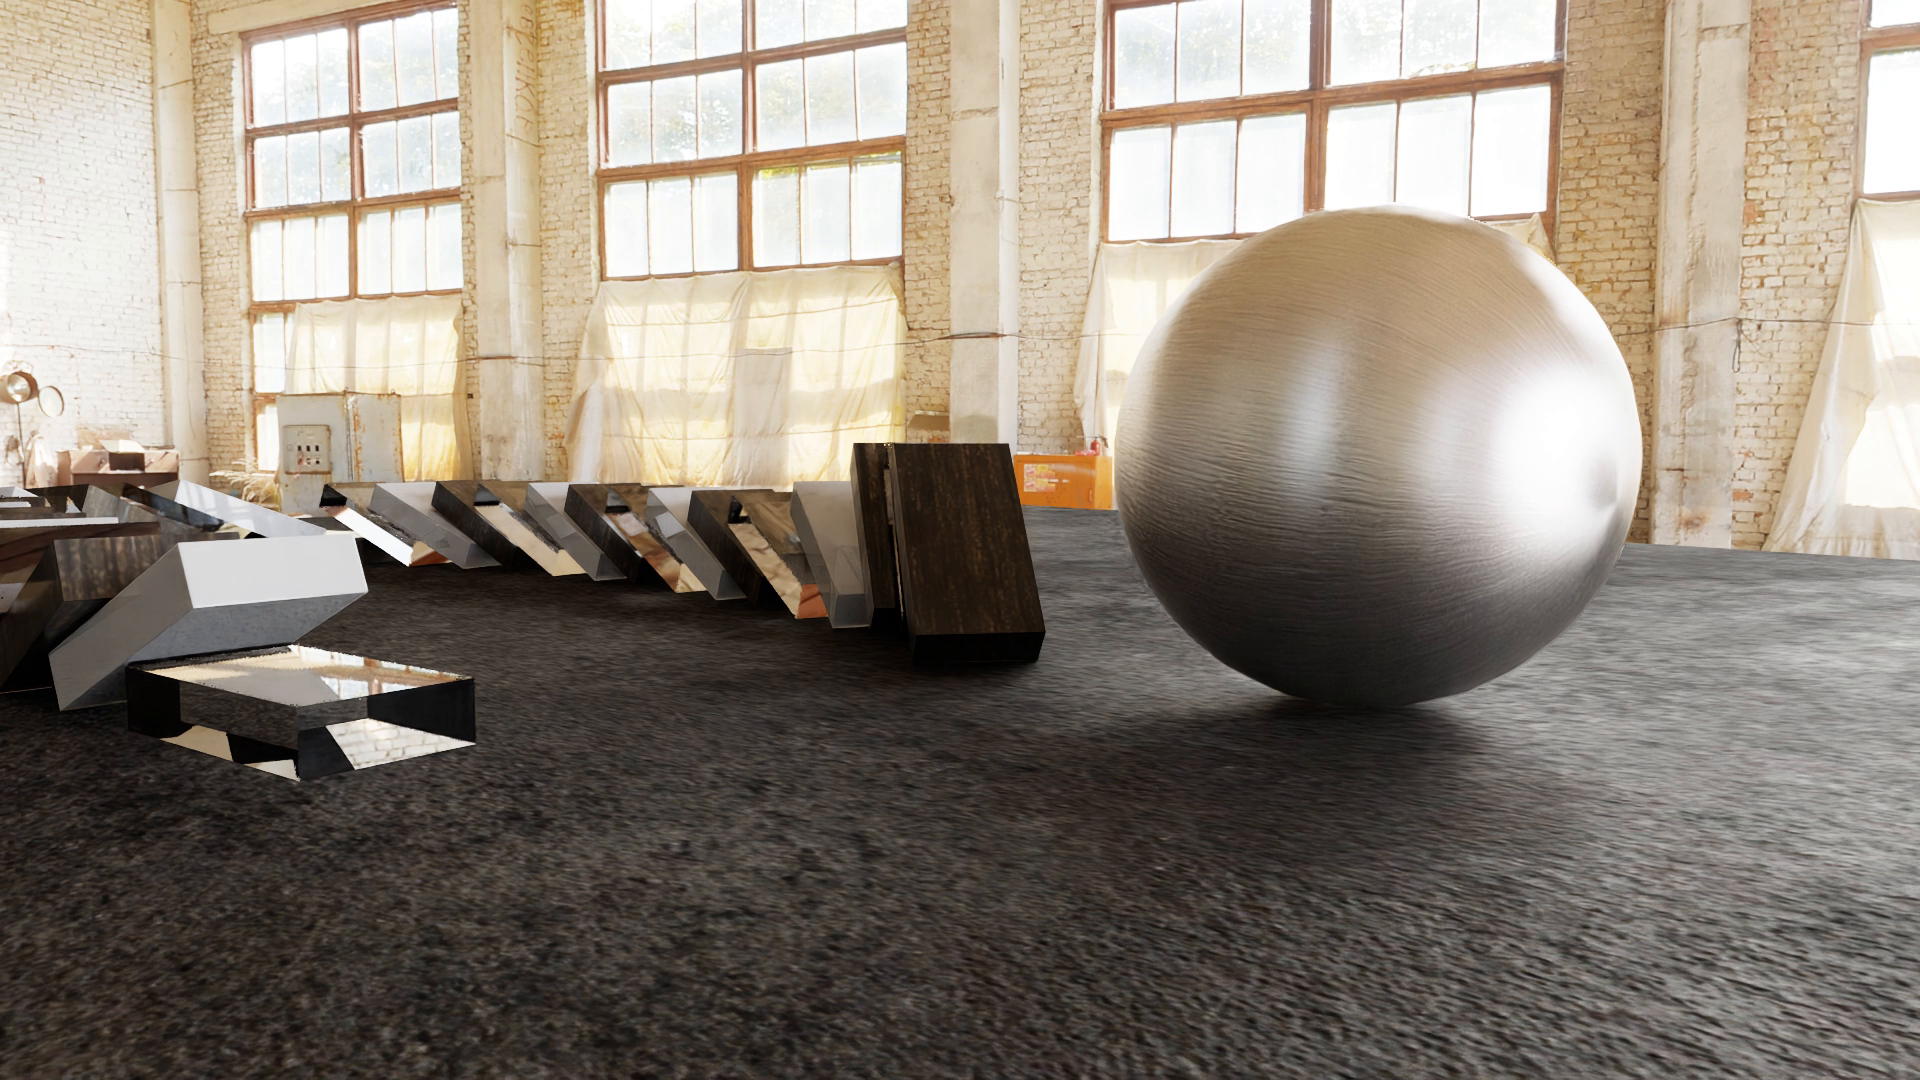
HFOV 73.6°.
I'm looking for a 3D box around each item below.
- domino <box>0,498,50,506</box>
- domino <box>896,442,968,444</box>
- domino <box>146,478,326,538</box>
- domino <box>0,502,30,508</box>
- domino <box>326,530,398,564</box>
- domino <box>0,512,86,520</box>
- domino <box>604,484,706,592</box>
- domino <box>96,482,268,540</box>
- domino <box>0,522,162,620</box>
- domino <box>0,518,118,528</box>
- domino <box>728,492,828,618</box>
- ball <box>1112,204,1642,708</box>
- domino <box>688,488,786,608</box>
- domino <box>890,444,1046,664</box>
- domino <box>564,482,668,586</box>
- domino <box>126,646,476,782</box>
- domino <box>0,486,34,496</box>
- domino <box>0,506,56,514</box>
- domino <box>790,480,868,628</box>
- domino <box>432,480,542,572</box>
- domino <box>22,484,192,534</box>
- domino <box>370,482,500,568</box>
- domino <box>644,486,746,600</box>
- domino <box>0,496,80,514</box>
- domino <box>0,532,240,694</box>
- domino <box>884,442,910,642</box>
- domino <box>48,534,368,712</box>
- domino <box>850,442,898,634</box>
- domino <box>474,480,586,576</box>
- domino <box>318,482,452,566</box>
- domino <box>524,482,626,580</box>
[{"bbox_3d":[-0.235,0.004,0.318,0.025,0.009,0.050,-3,-19,-23],"label":"domino"},{"bbox_3d":[0.000,0.000,0.276,0.025,0.050,0.010,0,-40,-10],"label":"domino"},{"bbox_3d":[-0.245,-0.006,0.432,0.025,0.009,0.050,-9,-23,32],"label":"domino"},{"bbox_3d":[-0.225,0.005,0.297,0.025,0.009,0.050,-3,-19,-25],"label":"domino"},{"bbox_3d":[-0.232,0.002,0.473,0.050,0.009,0.025,2,5,22],"label":"domino"},{"bbox_3d":[-0.194,0.008,0.261,0.025,0.009,0.050,-3,-19,-38],"label":"domino"},{"bbox_3d":[-0.085,-0.001,0.390,0.025,0.009,0.050,-4,30,-40],"label":"domino"},{"bbox_3d":[-0.252,-0.004,0.410,0.025,0.009,0.050,-5,-21,24],"label":"domino"},{"bbox_3d":[-0.160,0.011,0.227,0.025,0.009,0.050,-4,-18,-43],"label":"domino"},{"bbox_3d":[-0.177,0.010,0.243,0.025,0.010,0.050,-4,-18,-40],"label":"domino"},{"bbox_3d":[-0.040,0.003,0.336,0.025,0.010,0.050,-3,29,-31],"label":"domino"},{"bbox_3d":[0.065,-0.013,0.207,0.080,0.080,0.080,0,4,0],"label":"ball"},{"bbox_3d":[-0.054,0.001,0.354,0.025,0.009,0.050,-3,30,-34],"label":"domino"},{"bbox_3d":[0.001,0.002,0.263,0.025,0.050,0.010,-1,-40,-10],"label":"domino"},{"bbox_3d":[-0.102,-0.003,0.406,0.025,0.009,0.050,-4,31,-43],"label":"domino"},{"bbox_3d":[-0.096,0.024,0.186,0.050,0.010,0.025,3,5,36],"label":"domino"},{"bbox_3d":[-0.258,0.000,0.363,0.025,0.010,0.050,-3,-21,10],"label":"domino"},{"bbox_3d":[-0.210,0.007,0.278,0.025,0.010,0.050,-3,-20,-33],"label":"domino"},{"bbox_3d":[-0.024,0.002,0.318,0.025,0.010,0.050,-2,34,-20],"label":"domino"},{"bbox_3d":[-0.159,-0.006,0.448,0.050,0.010,0.025,32,21,30],"label":"domino"},{"bbox_3d":[-0.253,-0.002,0.386,0.025,0.009,0.050,-3,-21,11],"label":"domino"},{"bbox_3d":[-0.183,-0.006,0.457,0.050,0.009,0.025,27,15,23],"label":"domino"},{"bbox_3d":[-0.069,0.000,0.373,0.025,0.010,0.050,-3,30,-38],"label":"domino"},{"bbox_3d":[-0.244,0.002,0.340,0.025,0.010,0.050,-2,-20,-20],"label":"domino"},{"bbox_3d":[-0.140,0.012,0.213,0.050,0.009,0.025,-27,-15,40],"label":"domino"},{"bbox_3d":[-0.003,-0.001,0.289,0.025,0.050,0.010,0,-40,-9],"label":"domino"},{"bbox_3d":[-0.117,0.013,0.199,0.050,0.009,0.025,-25,-11,34],"label":"domino"},{"bbox_3d":[-0.011,-0.001,0.301,0.025,0.050,0.010,-1,-40,-12],"label":"domino"},{"bbox_3d":[-0.140,-0.005,0.435,0.050,0.009,0.025,33,23,32],"label":"domino"},{"bbox_3d":[-0.205,-0.007,0.466,0.050,0.010,0.025,27,16,23],"label":"domino"},{"bbox_3d":[-0.120,-0.004,0.422,0.025,0.010,0.050,-4,31,-45],"label":"domino"}]
